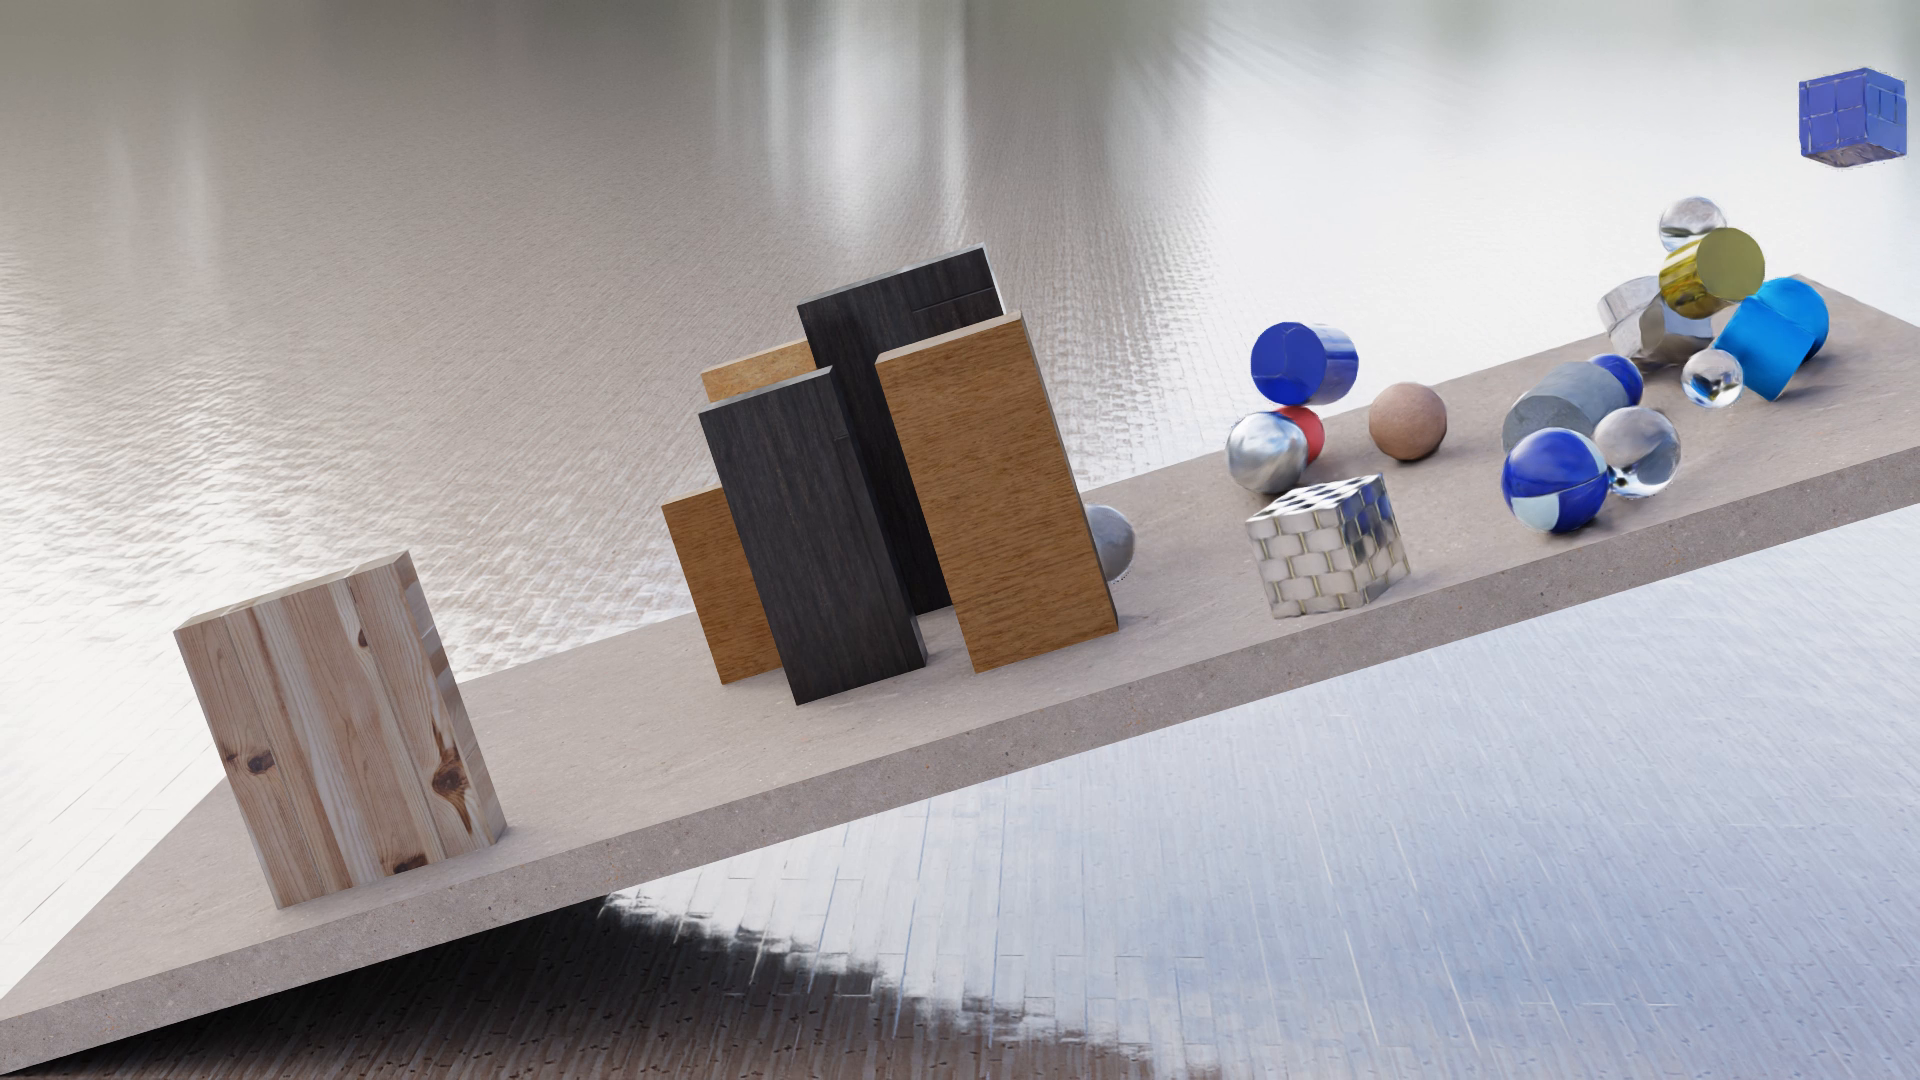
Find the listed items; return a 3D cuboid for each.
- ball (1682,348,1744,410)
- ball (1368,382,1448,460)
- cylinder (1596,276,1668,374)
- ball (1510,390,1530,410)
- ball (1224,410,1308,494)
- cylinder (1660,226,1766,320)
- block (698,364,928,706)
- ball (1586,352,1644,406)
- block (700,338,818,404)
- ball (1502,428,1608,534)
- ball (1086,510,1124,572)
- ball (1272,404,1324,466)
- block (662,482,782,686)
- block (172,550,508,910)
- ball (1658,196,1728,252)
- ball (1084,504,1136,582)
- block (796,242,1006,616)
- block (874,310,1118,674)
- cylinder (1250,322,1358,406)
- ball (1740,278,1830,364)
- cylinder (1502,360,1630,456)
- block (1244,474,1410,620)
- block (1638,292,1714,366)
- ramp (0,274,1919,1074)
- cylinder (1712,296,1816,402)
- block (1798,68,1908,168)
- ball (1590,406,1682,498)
[{"bbox_3d":[1.411,-0.302,5.517,0.114,0.114,0.114,0,11,0],"label":"ball"},{"bbox_3d":[0.972,-0.258,6.385,0.172,0.172,0.172,0,11,0],"label":"ball"},{"bbox_3d":[1.505,-0.472,6.466,0.158,0.158,0.158,-16,-23,-7],"label":"cylinder"},{"bbox_3d":[1.198,-0.251,6.099,0.122,0.122,0.122,0,11,0],"label":"ball"},{"bbox_3d":[0.678,-0.193,6.503,0.185,0.185,0.185,0,11,0],"label":"ball"},{"bbox_3d":[1.534,-0.543,6.003,0.156,0.156,0.156,-3,-8,-15],"label":"cylinder"},{"bbox_3d":[-0.294,-0.009,5.949,0.275,0.627,0.114,-17,10,5],"label":"block"},{"bbox_3d":[1.351,-0.317,6.125,0.144,0.144,0.144,0,11,0],"label":"ball"},{"bbox_3d":[-0.339,-0.200,7.165,0.415,0.578,0.089,-17,10,5],"label":"block"},{"bbox_3d":[1.083,-0.109,5.353,0.193,0.193,0.193,0,11,0],"label":"ball"},{"bbox_3d":[0.282,0.005,6.280,0.134,0.134,0.134,0,11,0],"label":"ball"},{"bbox_3d":[0.757,-0.236,6.698,0.147,0.147,0.147,0,11,0],"label":"ball"},{"bbox_3d":[-0.399,0.059,6.371,0.375,0.415,0.080,-17,10,5],"label":"block"},{"bbox_3d":[-1.186,0.365,5.652,0.448,0.576,0.123,-17,10,5],"label":"block"},{"bbox_3d":[1.563,-0.664,6.270,0.142,0.142,0.142,0,11,0],"label":"ball"},{"bbox_3d":[0.282,0.009,6.125,0.169,0.169,0.169,0,11,0],"label":"ball"},{"bbox_3d":[-0.039,-0.237,6.432,0.420,0.727,0.127,-17,10,5],"label":"block"},{"bbox_3d":[0.075,-0.094,5.740,0.292,0.638,0.147,-17,10,5],"label":"block"},{"bbox_3d":[0.782,-0.399,6.679,0.187,0.187,0.187,7,5,30],"label":"cylinder"},{"bbox_3d":[1.702,-0.448,6.092,0.188,0.188,0.188,0,11,0],"label":"ball"},{"bbox_3d":[1.179,-0.225,5.717,0.192,0.192,0.192,7,26,30],"label":"cylinder"},{"bbox_3d":[0.676,0.013,5.405,0.193,0.193,0.193,-10,13,38],"label":"block"},{"bbox_3d":[1.534,-0.452,6.303,0.109,0.109,0.109,7,-32,-11],"label":"block"},{"bbox_3d":[0.099,0.183,6.312,4.000,0.100,2.000,-17,10,5],"label":"ramp"},{"bbox_3d":[1.589,-0.381,5.844,0.155,0.155,0.155,33,18,8],"label":"cylinder"},{"bbox_3d":[1.812,-0.855,5.970,0.152,0.152,0.152,7,-10,-42],"label":"block"},{"bbox_3d":[1.243,-0.162,5.422,0.170,0.170,0.170,0,11,0],"label":"ball"}]
